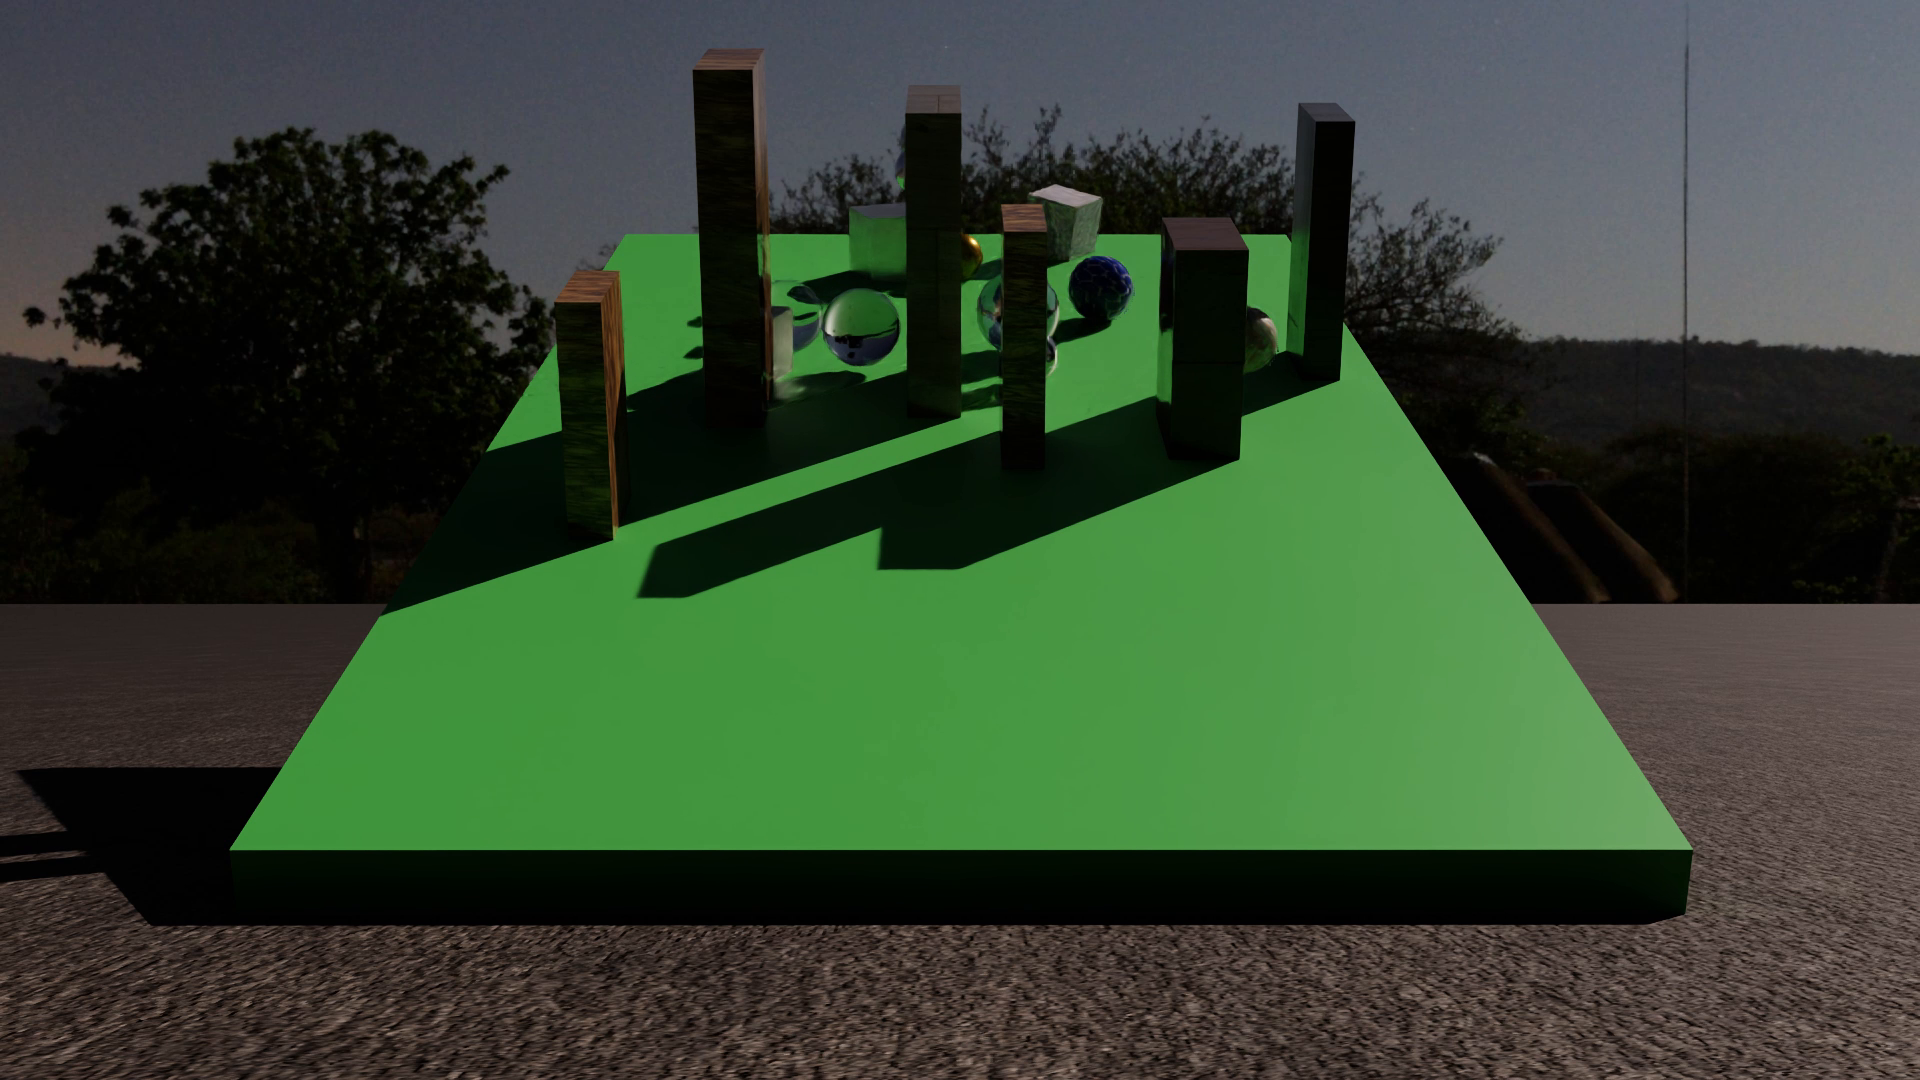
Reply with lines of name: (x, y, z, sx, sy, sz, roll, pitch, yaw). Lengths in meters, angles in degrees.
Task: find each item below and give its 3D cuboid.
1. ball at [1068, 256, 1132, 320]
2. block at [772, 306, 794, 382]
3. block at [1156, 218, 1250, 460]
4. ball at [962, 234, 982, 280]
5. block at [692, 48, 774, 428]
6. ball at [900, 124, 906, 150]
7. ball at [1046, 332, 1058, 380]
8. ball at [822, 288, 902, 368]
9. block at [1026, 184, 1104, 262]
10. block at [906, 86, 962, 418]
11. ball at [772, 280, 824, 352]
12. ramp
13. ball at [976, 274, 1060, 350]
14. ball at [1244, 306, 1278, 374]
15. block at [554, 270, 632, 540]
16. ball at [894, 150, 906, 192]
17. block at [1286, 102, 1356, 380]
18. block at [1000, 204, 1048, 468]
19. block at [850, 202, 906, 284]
ball: (0.362, -0.649, 5.837, 0.167, 0.167, 0.167, 0, -1, 0)
block: (-0.495, -0.462, 5.332, 0.153, 0.153, 0.153, 7, 21, 19)
block: (0.512, -0.434, 4.824, 0.148, 0.446, 0.326, 0, 20, 0)
ball: (-0.002, -0.786, 6.270, 0.131, 0.131, 0.131, 0, -1, 0)
block: (-0.494, -0.666, 4.979, 0.124, 0.775, 0.327, 0, 20, 0)
ball: (-0.094, -1.115, 6.298, 0.146, 0.146, 0.146, 0, -1, 0)
ball: (0.160, -0.428, 5.263, 0.137, 0.137, 0.137, 0, -1, 0)
ball: (-0.233, -0.503, 5.350, 0.187, 0.187, 0.187, 0, -1, 0)
block: (0.295, -0.922, 6.573, 0.162, 0.162, 0.162, 20, 27, 25)
block: (-0.058, -0.658, 5.108, 0.119, 0.673, 0.405, 0, 20, 0)
ball: (-0.418, -0.540, 5.461, 0.177, 0.177, 0.177, 0, -1, 0)
ramp: (-0.005, -0.204, 4.990, 2.000, 0.100, 4.000, 0, 20, 0)
ball: (0.141, -0.556, 5.520, 0.206, 0.206, 0.206, 0, -1, 0)
ball: (0.637, -0.448, 5.064, 0.149, 0.149, 0.149, 0, -1, 0)
block: (-0.696, -0.259, 4.310, 0.084, 0.459, 0.255, 0, 20, 0)
ball: (-0.101, -0.976, 5.978, 0.142, 0.142, 0.142, 0, -1, 0)
block: (0.849, -0.707, 5.348, 0.090, 0.607, 0.271, 0, 20, 0)
block: (0.131, -0.428, 4.727, 0.087, 0.498, 0.274, 0, 20, 0)
block: (-0.192, -0.830, 6.316, 0.182, 0.182, 0.182, -7, 21, -20)
